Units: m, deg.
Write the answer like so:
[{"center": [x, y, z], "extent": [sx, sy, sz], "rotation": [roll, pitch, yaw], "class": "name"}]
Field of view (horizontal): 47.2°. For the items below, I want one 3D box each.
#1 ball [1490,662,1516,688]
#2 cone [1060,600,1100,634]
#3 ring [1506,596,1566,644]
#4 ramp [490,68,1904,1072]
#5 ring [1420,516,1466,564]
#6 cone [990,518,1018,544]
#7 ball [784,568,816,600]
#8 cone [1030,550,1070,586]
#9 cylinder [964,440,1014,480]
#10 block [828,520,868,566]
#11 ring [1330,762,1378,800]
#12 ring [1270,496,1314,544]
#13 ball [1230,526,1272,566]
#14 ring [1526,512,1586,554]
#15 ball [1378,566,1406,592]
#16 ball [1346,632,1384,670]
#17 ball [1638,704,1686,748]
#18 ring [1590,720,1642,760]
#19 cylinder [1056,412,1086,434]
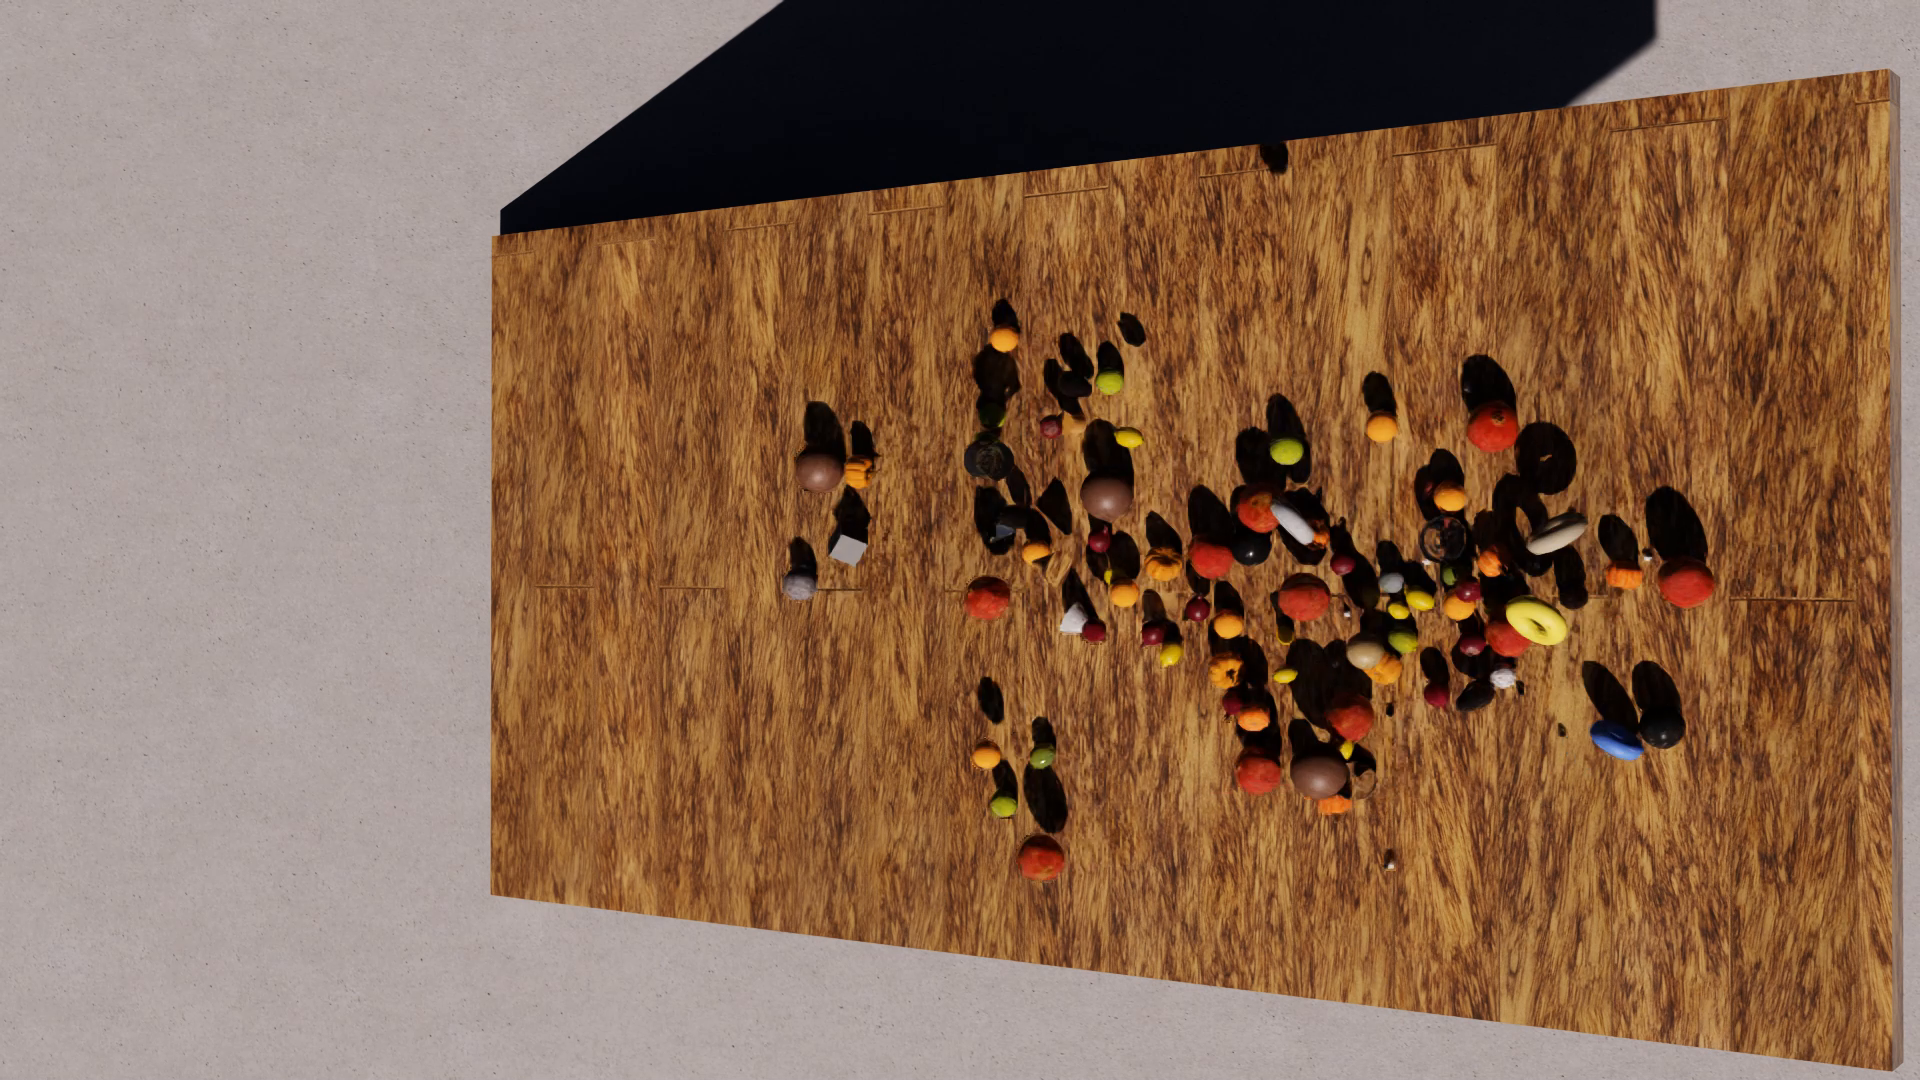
[{"center": [1.188, 0.296, 4.813], "extent": [0.057, 0.057, 0.057], "rotation": [0, 90, 0], "class": "ball"}, {"center": [0.308, 0.210, 5.423], "extent": [0.090, 0.090, 0.090], "rotation": [31, 90, 17], "class": "cone"}, {"center": [1.215, 0.169, 4.638], "extent": [0.138, 0.138, 0.046], "rotation": [37, 70, 0], "class": "ring"}, {"center": [0.245, 0.068, 5.570], "extent": [4.000, 0.100, 2.000], "rotation": [0, 89, 35], "class": "ramp"}, {"center": [1.067, -0.001, 4.857], "extent": [0.108, 0.036, 0.108], "rotation": [-3, 102, -12], "class": "ring"}, {"center": [0.114, -0.022, 5.583], "extent": [0.067, 0.067, 0.067], "rotation": [-1, 90, 12], "class": "cone"}, {"center": [-0.431, 0.118, 5.928], "extent": [0.088, 0.088, 0.088], "rotation": [0, 90, 0], "class": "ball"}, {"center": [0.207, 0.061, 5.394], "extent": [0.090, 0.090, 0.090], "rotation": [15, 89, 40], "class": "cone"}, {"center": [0.071, -0.196, 5.416], "extent": [0.091, 0.091, 0.091], "rotation": [-3, 97, -28], "class": "cylinder"}, {"center": [-0.296, 0.008, 5.817], "extent": [0.076, 0.076, 0.076], "rotation": [22, 118, -17], "class": "block"}, {"center": [0.896, 0.548, 4.998], "extent": [0.105, 0.105, 0.035], "rotation": [-16, 131, 0], "class": "ring"}, {"center": [0.751, -0.044, 4.972], "extent": [0.044, 0.131, 0.131], "rotation": [-41, 90, 3], "class": "ring"}, {"center": [0.680, 0.014, 5.143], "extent": [0.096, 0.096, 0.096], "rotation": [0, 90, 0], "class": "ball"}, {"center": [1.259, -0.015, 4.644], "extent": [0.136, 0.136, 0.045], "rotation": [-30, 95, 0], "class": "ring"}, {"center": [0.974, 0.090, 4.958], "extent": [0.059, 0.059, 0.059], "rotation": [0, 90, 0], "class": "ball"}, {"center": [0.902, 0.247, 4.901], "extent": [0.084, 0.084, 0.084], "rotation": [0, 90, 0], "class": "ball"}, {"center": [1.467, 0.390, 4.596], "extent": [0.093, 0.093, 0.093], "rotation": [0, 90, 0], "class": "ball"}, {"center": [1.383, 0.422, 4.632], "extent": [0.116, 0.116, 0.039], "rotation": [23, 112, 0], "class": "ring"}, {"center": [0.274, -0.290, 5.457], "extent": [0.055, 0.055, 0.055], "rotation": [1, 91, 36], "class": "cylinder"}]
